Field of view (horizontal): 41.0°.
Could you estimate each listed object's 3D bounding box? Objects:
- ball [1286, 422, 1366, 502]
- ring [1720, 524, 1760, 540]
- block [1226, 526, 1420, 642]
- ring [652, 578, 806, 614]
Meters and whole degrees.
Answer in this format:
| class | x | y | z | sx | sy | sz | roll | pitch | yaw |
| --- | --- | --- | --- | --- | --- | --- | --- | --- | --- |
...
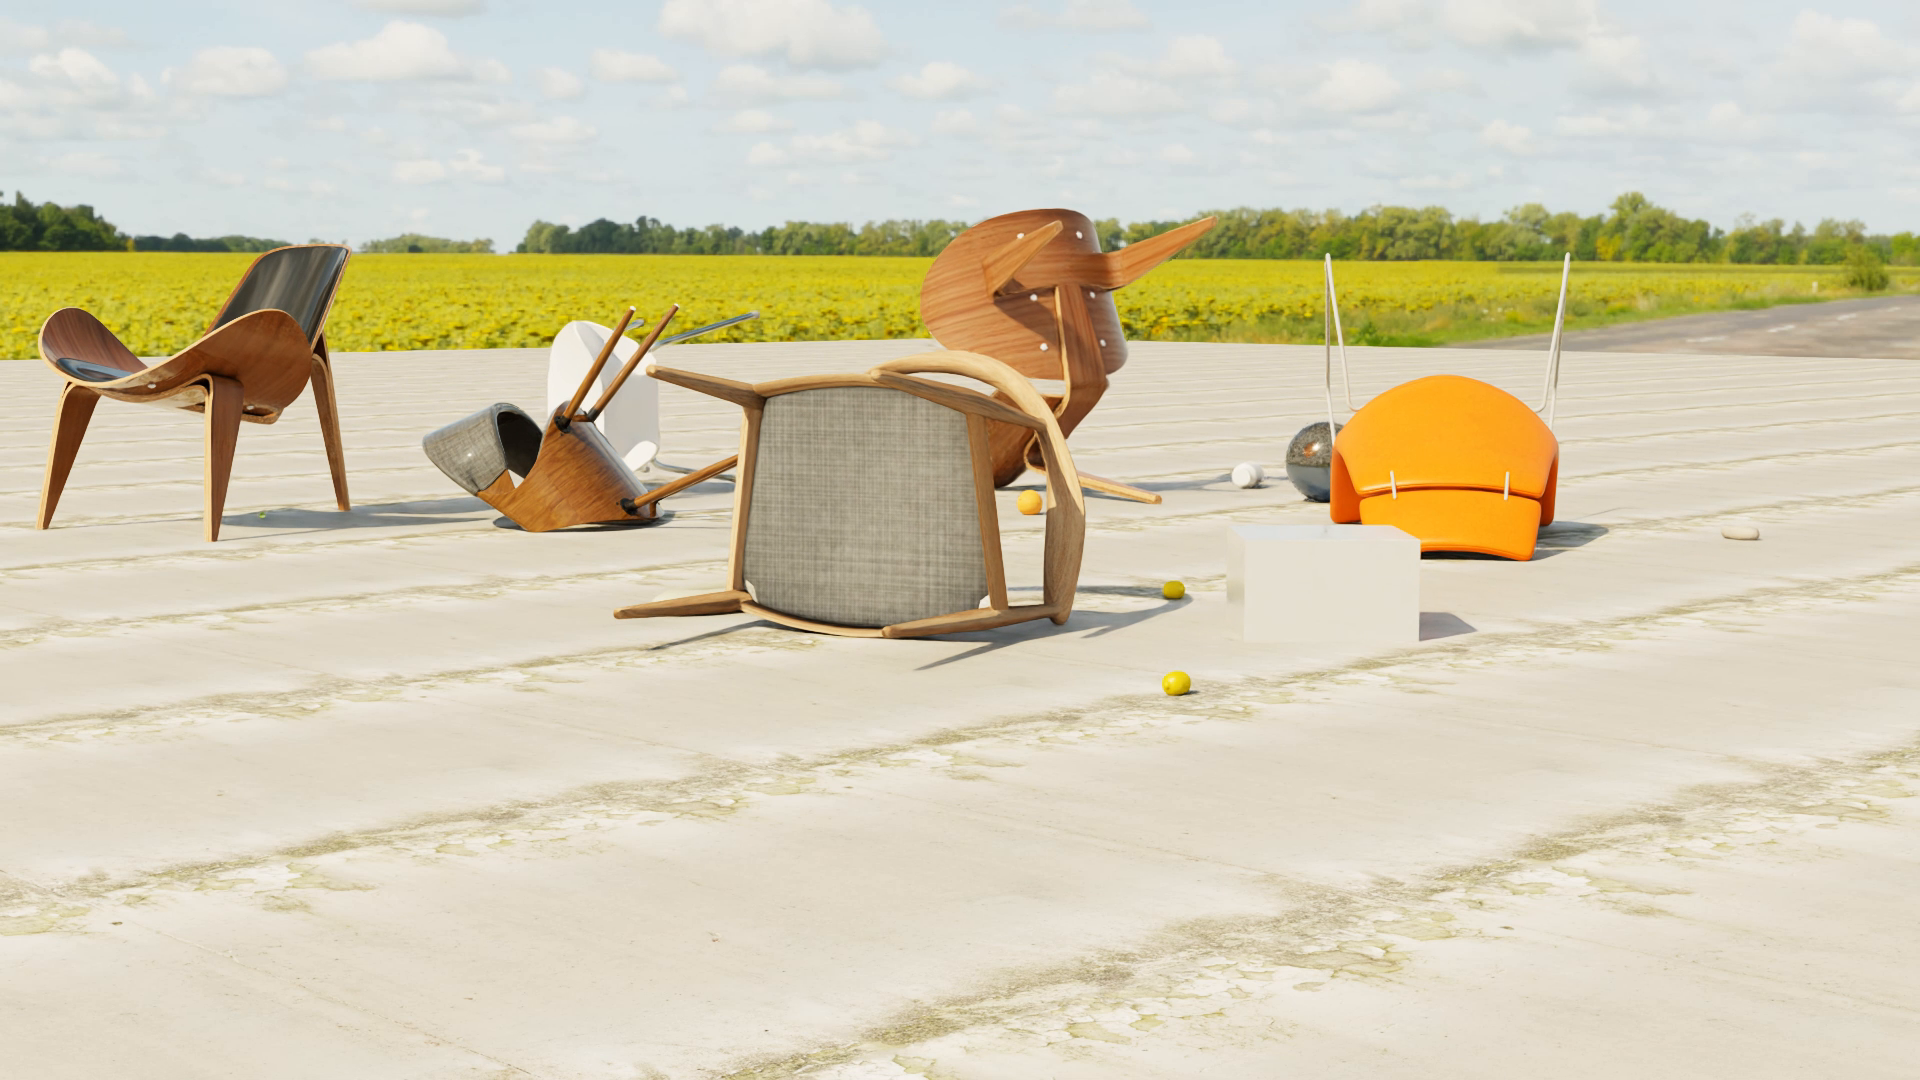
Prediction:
| class | x | y | z | sx | sy | sz | roll | pitch | yaw |
| --- | --- | --- | --- | --- | --- | --- | --- | --- | --- |
| ball | 1.067 | -0.229 | 7.484 | 0.236 | 0.236 | 0.236 | 0 | 6 | 0 |
| ring | 1.958 | -0.018 | 6.438 | 0.067 | 0.032 | 0.111 | -2 | 7 | -31 |
| block | 0.668 | 0.078 | 4.752 | 0.315 | 0.185 | 0.275 | 0 | 6 | -1 |
| ring | -0.457 | 0.111 | 5.104 | 0.168 | 0.048 | 0.387 | 4 | 7 | 42 |
